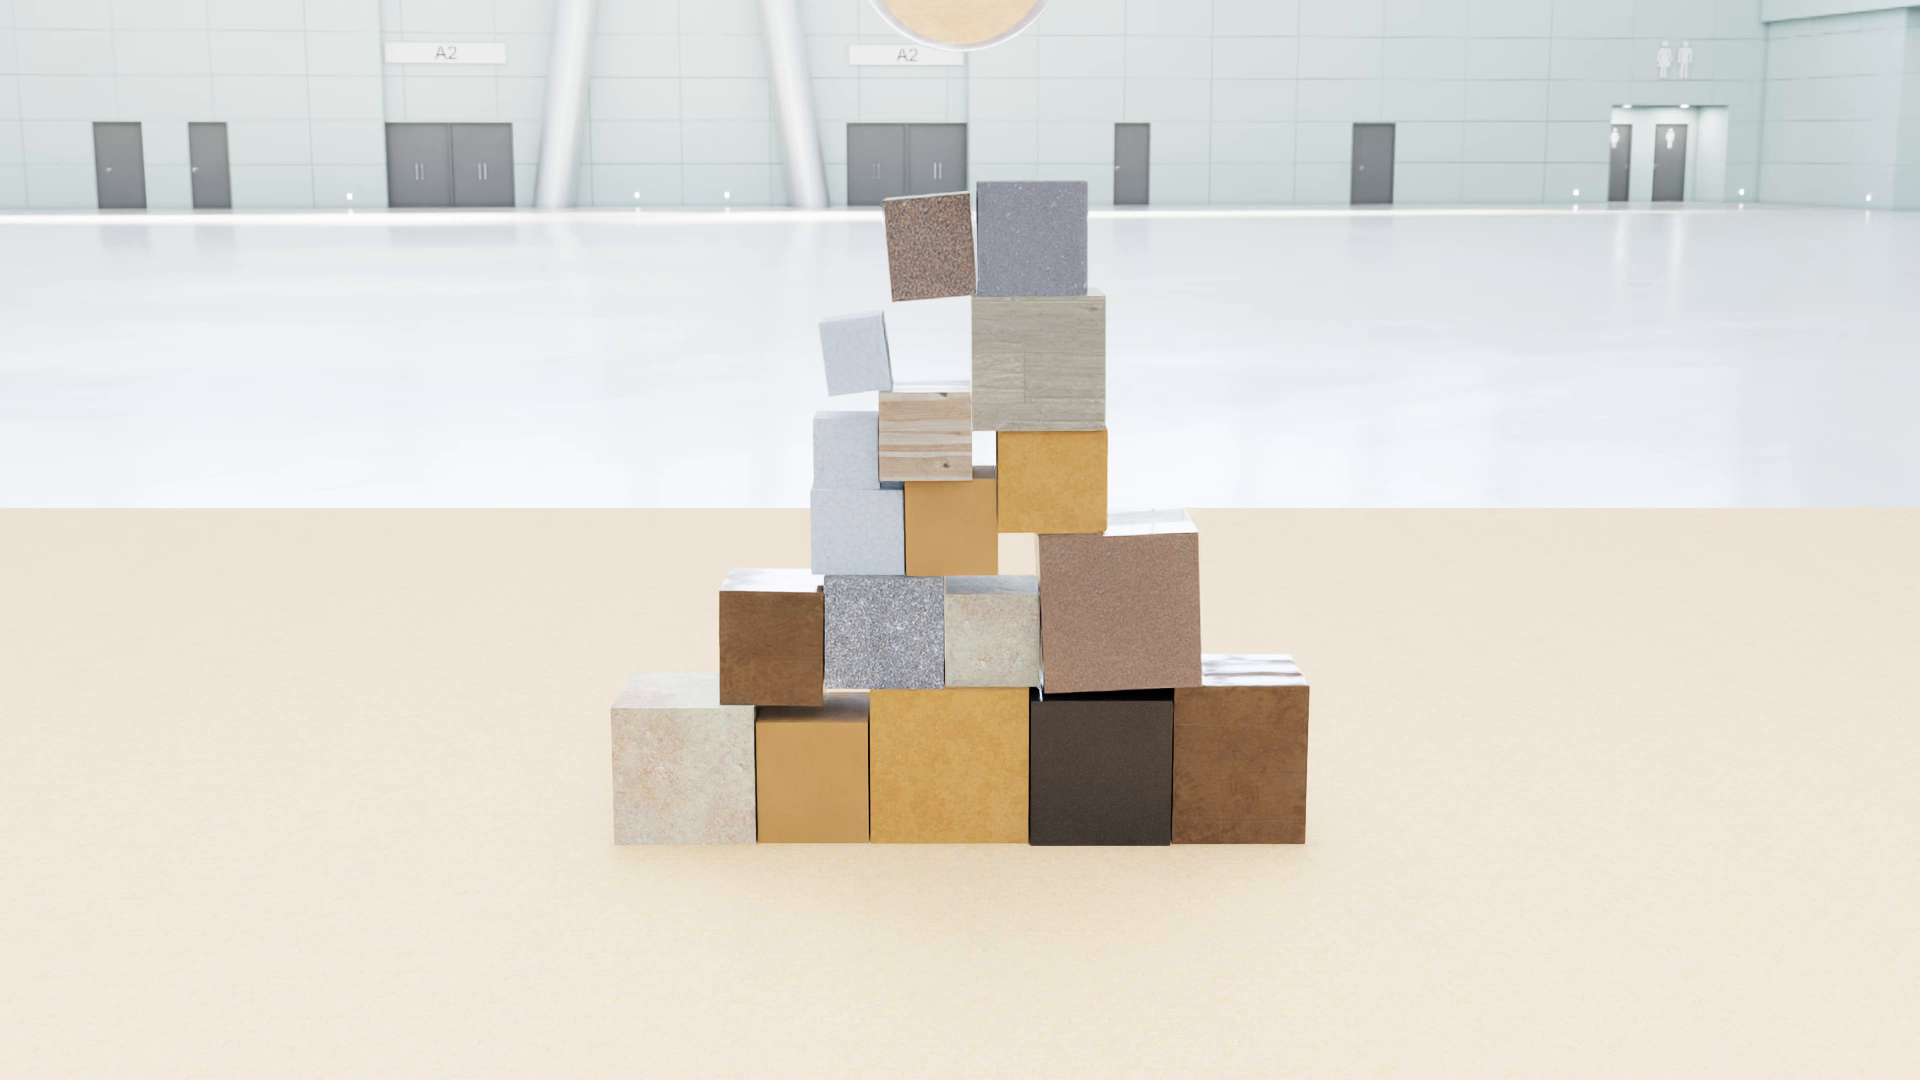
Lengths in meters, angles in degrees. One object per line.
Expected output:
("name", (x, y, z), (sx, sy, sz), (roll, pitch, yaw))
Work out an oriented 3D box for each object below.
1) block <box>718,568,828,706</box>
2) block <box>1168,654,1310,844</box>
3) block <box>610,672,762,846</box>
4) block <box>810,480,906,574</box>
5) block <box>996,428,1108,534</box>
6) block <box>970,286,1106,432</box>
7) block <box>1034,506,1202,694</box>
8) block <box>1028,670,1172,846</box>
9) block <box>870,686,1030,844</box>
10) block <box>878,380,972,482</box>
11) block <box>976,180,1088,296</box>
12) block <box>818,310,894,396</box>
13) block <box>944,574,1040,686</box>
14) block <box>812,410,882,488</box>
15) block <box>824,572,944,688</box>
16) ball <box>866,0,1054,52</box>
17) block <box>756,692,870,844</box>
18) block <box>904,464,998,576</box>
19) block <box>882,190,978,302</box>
("block", (-0.942, 0.491, 11.260), (0.518, 0.586, 0.578), (1, 10, 0))
("block", (1.407, 1.071, 11.378), (0.674, 0.821, 0.691), (0, 10, 0))
("block", (-1.388, 1.122, 11.404), (0.713, 0.711, 0.750), (0, 10, 0))
("block", (-0.512, -0.071, 11.166), (0.469, 0.428, 0.385), (0, 10, 0))
("block", (0.457, -0.338, 11.117), (0.542, 0.511, 0.565), (0, 10, 0))
("block", (0.383, -0.916, 11.029), (0.652, 0.657, 0.643), (0, 10, 0))
("block", (0.796, 0.295, 11.230), (0.785, 0.784, 0.738), (-3, 10, 0))
("block", (0.707, 1.109, 11.366), (0.706, 0.752, 0.715), (0, 10, 0))
("block", (-0.054, 1.083, 11.385), (0.796, 0.795, 0.680), (0, 10, 0))
("block", (-0.169, -0.556, 11.068), (0.458, 0.439, 0.528), (0, 10, 0))
("block", (0.352, -1.503, 10.897), (0.531, 0.545, 0.507), (0, 10, 0))
("block", (-0.517, -0.938, 11.006), (0.314, 0.367, 0.349), (-7, 10, 1))
("block", (0.160, 0.459, 11.275), (0.482, 0.472, 0.514), (0, 10, 0))
("block", (-0.566, -0.458, 11.109), (0.332, 0.354, 0.325), (0, 10, 0))
("block", (-0.380, 0.415, 11.263), (0.597, 0.563, 0.605), (0, 10, 0))
("ball", (0.000, -4.288, 15.640), (1.600, 1.600, 1.600), (0, 10, 0))
("block", (-0.742, 1.169, 11.376), (0.560, 0.629, 0.625), (0, 10, 0))
("block", (-0.042, -0.104, 11.168), (0.460, 0.488, 0.469), (0, 10, 0))
("block", (-0.142, -1.460, 10.907), (0.421, 0.494, 0.461), (-5, 10, 1))
